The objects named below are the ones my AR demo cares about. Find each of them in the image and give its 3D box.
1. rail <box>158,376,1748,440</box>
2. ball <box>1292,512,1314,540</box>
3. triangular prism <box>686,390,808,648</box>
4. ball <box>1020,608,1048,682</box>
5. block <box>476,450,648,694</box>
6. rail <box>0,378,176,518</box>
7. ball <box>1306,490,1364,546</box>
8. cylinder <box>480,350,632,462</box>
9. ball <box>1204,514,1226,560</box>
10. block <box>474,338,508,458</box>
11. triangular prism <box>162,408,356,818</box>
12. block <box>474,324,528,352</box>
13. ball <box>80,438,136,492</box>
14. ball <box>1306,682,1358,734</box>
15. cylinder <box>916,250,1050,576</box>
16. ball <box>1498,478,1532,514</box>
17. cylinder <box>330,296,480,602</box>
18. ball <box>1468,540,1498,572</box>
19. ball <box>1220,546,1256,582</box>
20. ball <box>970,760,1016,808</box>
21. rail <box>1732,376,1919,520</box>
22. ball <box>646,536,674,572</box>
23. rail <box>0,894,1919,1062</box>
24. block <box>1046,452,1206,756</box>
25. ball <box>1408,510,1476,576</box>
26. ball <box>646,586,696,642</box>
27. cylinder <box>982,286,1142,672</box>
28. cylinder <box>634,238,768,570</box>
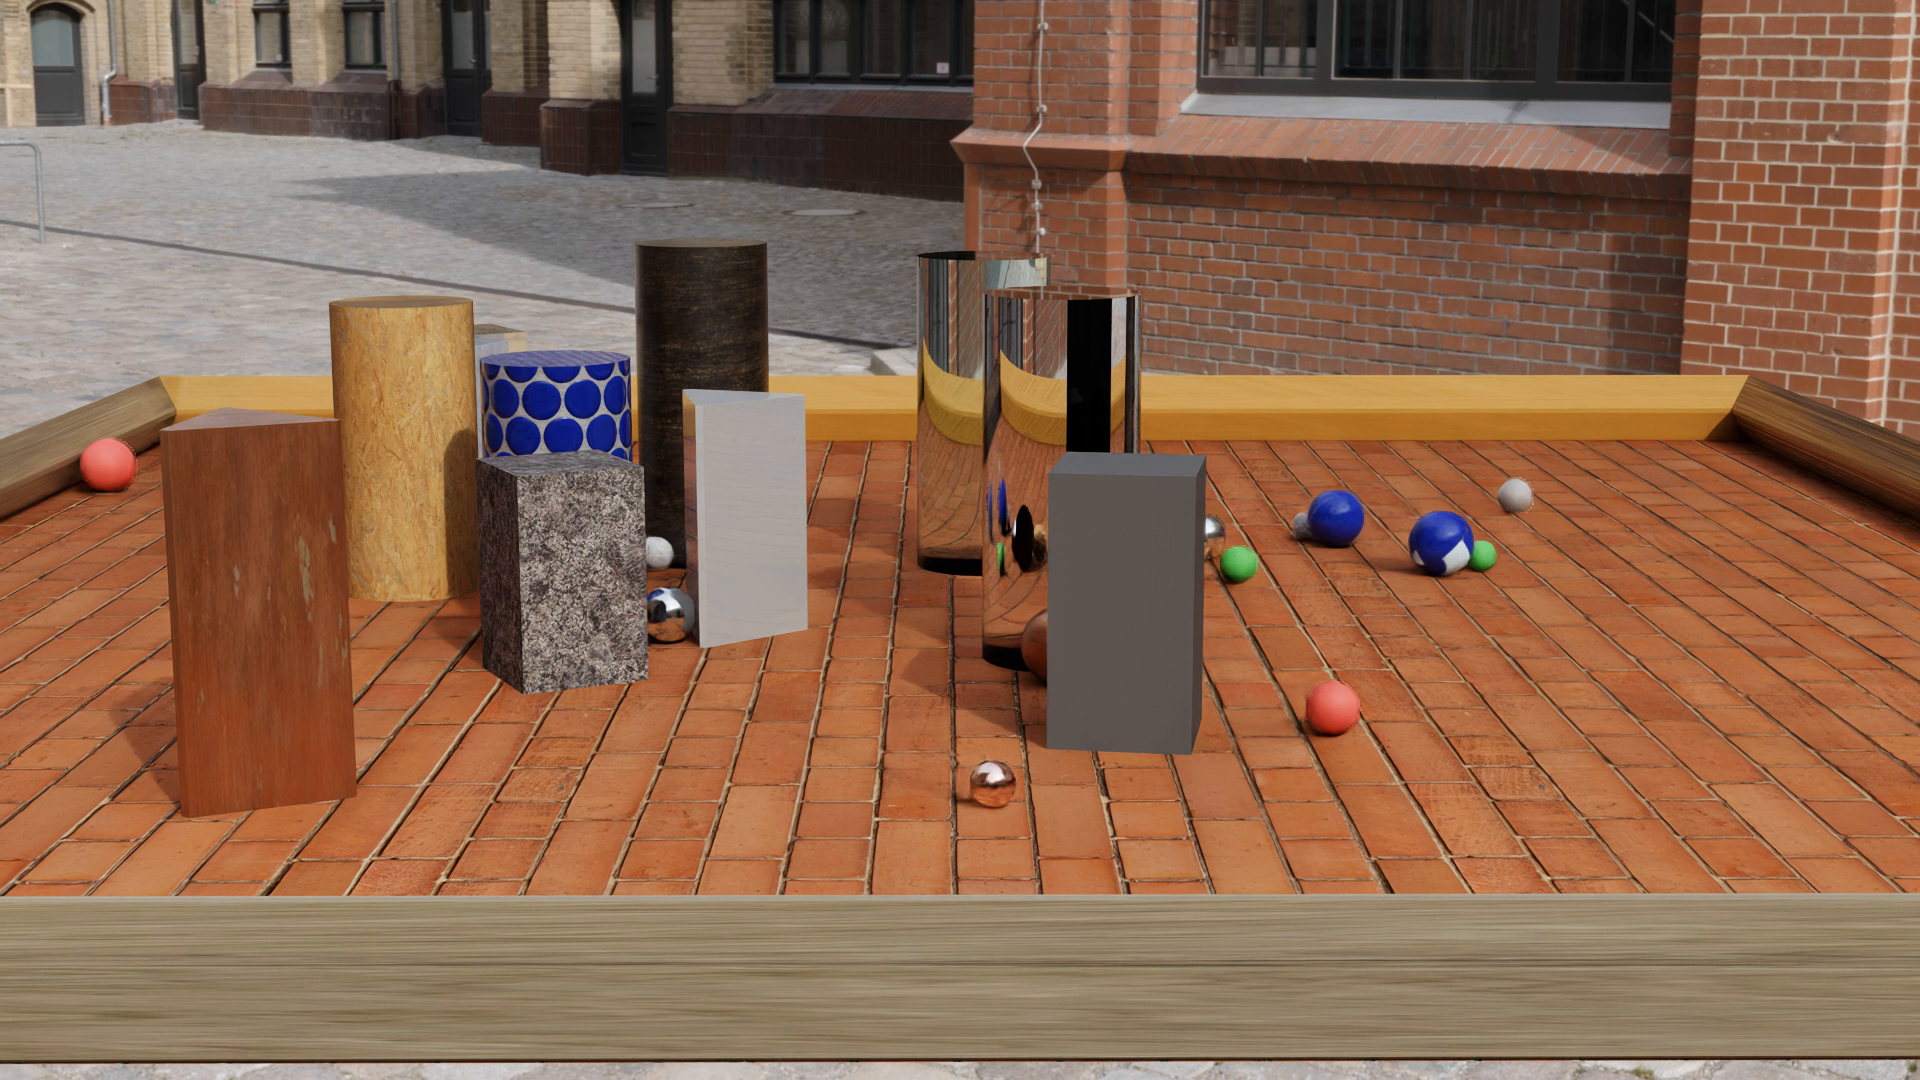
[{"bbox_3d":[-0.009,-0.254,4.990,3.103,0.126,0.045,0,11,0],"label":"rail"},{"bbox_3d":[0.535,-0.022,3.979,0.043,0.043,0.043,0,11,0],"label":"ball"},{"bbox_3d":[-0.310,-0.035,3.323,0.168,0.308,0.146,-9,14,-41],"label":"triangular prism"},{"bbox_3d":[0.118,0.125,3.047,0.093,0.093,0.093,0,11,0],"label":"ball"},{"bbox_3d":[-0.478,0.035,3.081,0.156,0.259,0.156,-6,12,-27],"label":"block"},{"bbox_3d":[-1.528,0.034,3.440,0.045,0.126,3.183,0,11,0],"label":"rail"},{"bbox_3d":[0.572,-0.033,3.915,0.088,0.088,0.088,0,11,0],"label":"ball"},{"bbox_3d":[-0.528,-0.066,3.376,0.195,0.348,0.195,0,11,0],"label":"cylinder"},{"bbox_3d":[0.361,-0.004,3.810,0.069,0.069,0.069,0,11,0],"label":"ball"},{"bbox_3d":[-0.775,-0.135,3.829,0.156,0.318,0.156,3,11,16],"label":"block"},{"bbox_3d":[-0.715,0.065,2.578,0.168,0.382,0.146,-5,12,-26],"label":"triangular prism"},{"bbox_3d":[-0.790,-0.180,4.096,0.156,0.310,0.156,-7,12,-31],"label":"block"},{"bbox_3d":[-1.468,-0.128,4.416,0.092,0.092,0.092,0,11,0],"label":"ball"},{"bbox_3d":[0.409,0.185,2.821,0.058,0.058,0.058,0,11,0],"label":"ball"},{"bbox_3d":[0.035,-0.188,3.748,0.195,0.453,0.195,0,11,0],"label":"cylinder"},{"bbox_3d":[0.911,-0.072,4.211,0.056,0.056,0.056,0,11,0],"label":"ball"},{"bbox_3d":[-0.771,-0.131,3.578,0.195,0.403,0.195,0,11,0],"label":"cylinder"},{"bbox_3d":[0.758,0.023,3.730,0.044,0.044,0.044,0,11,0],"label":"ball"},{"bbox_3d":[0.395,0.035,3.645,0.052,0.052,0.052,0,11,0],"label":"ball"},{"bbox_3d":[0.032,0.242,2.545,0.047,0.047,0.047,0,11,0],"label":"ball"},{"bbox_3d":[1.528,0.031,3.458,0.045,0.126,3.183,0,11,0],"label":"rail"},{"bbox_3d":[-0.442,0.020,3.727,0.052,0.052,0.052,0,11,0],"label":"ball"},{"bbox_3d":[0.009,0.319,1.908,3.103,0.126,0.045,0,11,0],"label":"rail"},{"bbox_3d":[0.183,0.066,2.799,0.156,0.301,0.156,2,11,9],"label":"block"},{"bbox_3d":[0.693,0.004,3.695,0.095,0.095,0.095,0,11,0],"label":"ball"},{"bbox_3d":[-0.372,0.095,3.269,0.072,0.072,0.072,0,11,0],"label":"ball"},{"bbox_3d":[0.125,-0.078,3.157,0.195,0.452,0.195,0,11,0],"label":"cylinder"},{"bbox_3d":[-0.380,-0.205,3.797,0.195,0.468,0.195,0,11,0],"label":"cylinder"}]
